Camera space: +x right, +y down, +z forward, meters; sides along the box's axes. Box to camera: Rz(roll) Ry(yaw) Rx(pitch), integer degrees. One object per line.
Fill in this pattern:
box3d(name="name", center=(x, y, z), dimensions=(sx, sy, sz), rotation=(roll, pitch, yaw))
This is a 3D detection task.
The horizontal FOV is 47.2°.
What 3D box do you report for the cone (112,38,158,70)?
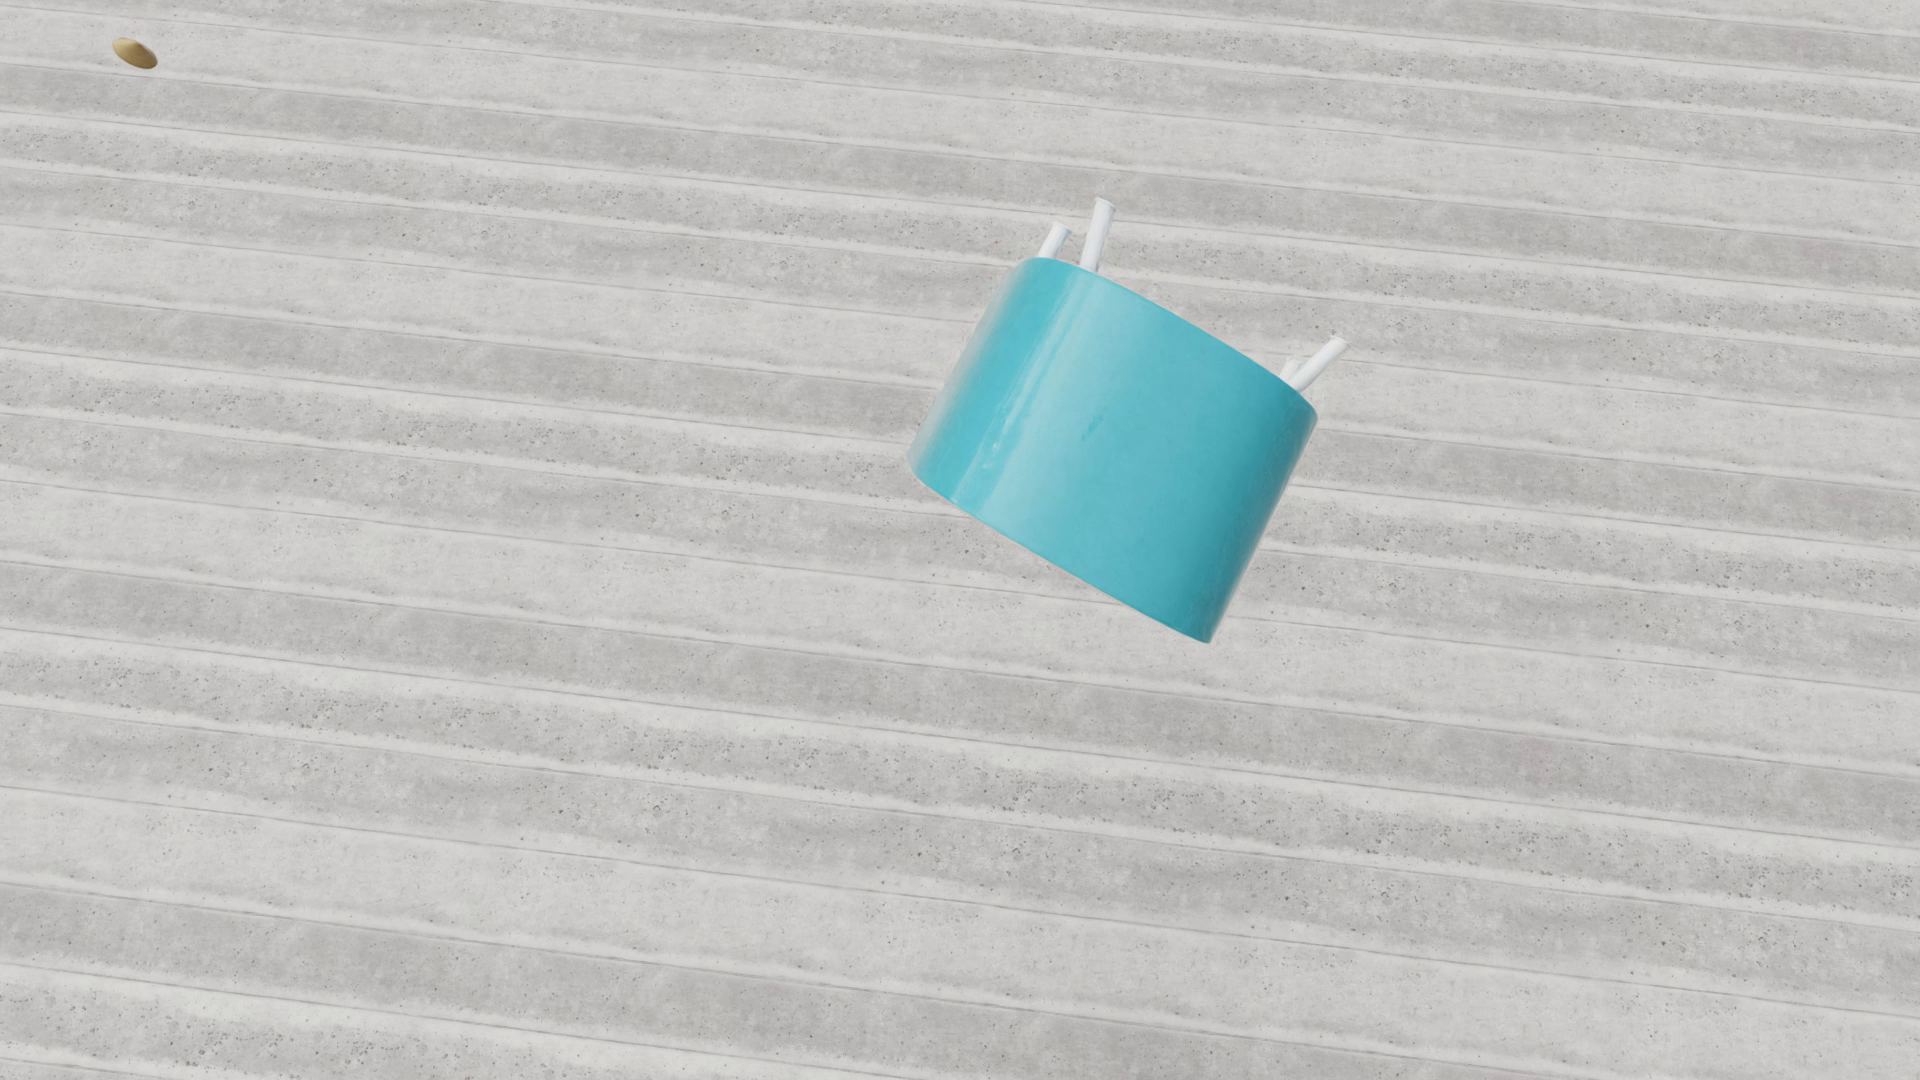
box3d(name="cone", center=(-1.327, -0.793, 3.544), dimensions=(0.074, 0.060, 0.042), rotation=(28, 74, -19))
